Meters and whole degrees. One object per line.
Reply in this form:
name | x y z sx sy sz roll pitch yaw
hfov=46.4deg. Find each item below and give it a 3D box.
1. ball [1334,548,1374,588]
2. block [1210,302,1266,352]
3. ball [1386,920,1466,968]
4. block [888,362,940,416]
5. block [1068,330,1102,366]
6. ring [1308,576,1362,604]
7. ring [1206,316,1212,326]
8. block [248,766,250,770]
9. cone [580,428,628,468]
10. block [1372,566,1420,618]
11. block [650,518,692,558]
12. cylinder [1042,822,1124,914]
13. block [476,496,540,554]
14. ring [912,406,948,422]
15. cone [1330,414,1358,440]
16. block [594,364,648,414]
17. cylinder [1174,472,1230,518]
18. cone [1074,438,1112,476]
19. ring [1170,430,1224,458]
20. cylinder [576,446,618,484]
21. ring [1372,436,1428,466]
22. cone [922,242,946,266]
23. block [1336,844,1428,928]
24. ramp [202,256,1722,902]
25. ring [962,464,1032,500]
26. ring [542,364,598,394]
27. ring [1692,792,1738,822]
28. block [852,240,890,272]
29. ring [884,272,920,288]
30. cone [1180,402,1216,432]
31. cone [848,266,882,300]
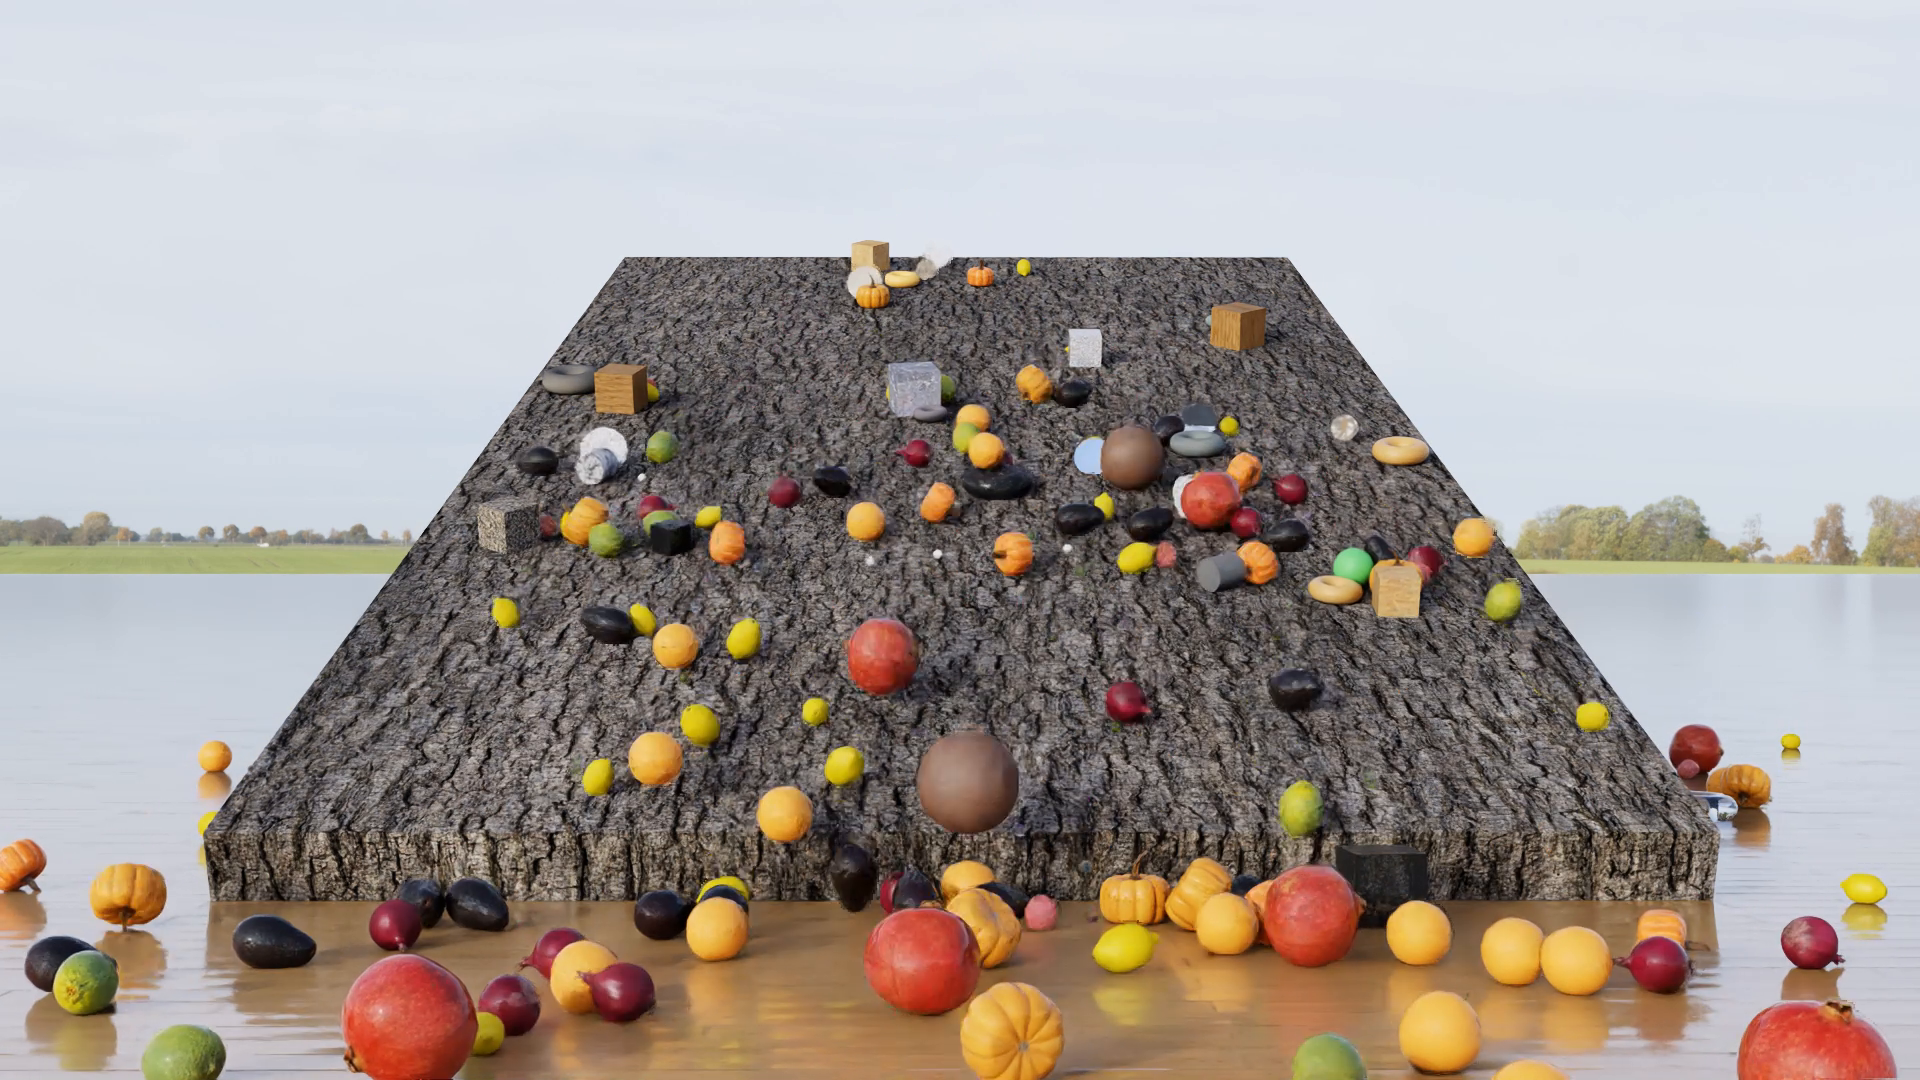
ball | 0.681 0.048 3.870 0.070 0.070 0.070 0 -1 0
block | 0.699 -0.537 5.626 0.096 0.096 0.096 -16 24 -40
ball | 0.525 0.473 2.521 0.089 0.089 0.089 0 -1 0
block | -0.102 -0.338 5.008 0.098 0.098 0.098 -4 18 -12
block | 0.304 -0.467 5.441 0.076 0.076 0.076 0 18 0
ring | 0.640 0.086 3.818 0.094 0.031 0.094 3 16 -1
ring | 0.680 -0.571 5.841 0.080 0.027 0.080 1 18 0
block | -1.325 0.465 4.305 0.064 0.064 0.064 0 -1 11
cone | -0.727 -0.175 4.595 0.096 0.096 0.096 0 -9 -4
block | 0.732 0.087 3.756 0.068 0.068 0.068 1 18 2
block | -0.523 -0.004 4.057 0.051 0.051 0.051 15 23 37
cylinder | 0.159 0.423 2.893 0.099 0.099 0.099 5 4 0
block | -0.824 -0.028 4.085 0.079 0.079 0.079 15 23 38
ring | -0.065 -0.279 4.943 0.078 0.026 0.078 -1 19 0
cone | 0.827 -0.235 4.813 0.057 0.057 0.057 0 -9 10
block | -0.760 -0.339 5.023 0.090 0.090 0.090 4 18 12
cylinder | 0.461 -0.087 4.270 0.080 0.080 0.080 -8 3 -24
cone | 0.278 -0.163 4.575 0.077 0.077 0.077 0 -9 13
ring | 0.497 -0.201 4.689 0.115 0.038 0.115 0 17 0
cylinder | -0.728 -0.149 4.483 0.062 0.062 0.062 0 17 20
ring | 0.912 -0.184 4.636 0.117 0.039 0.117 -1 18 0
cone | -0.068 -0.829 6.617 0.078 0.078 0.078 0 -28 15
block | 0.527 0.433 2.803 0.090 0.090 0.090 0 -1 -6
ramp | -0.004 -0.187 4.864 2.000 0.100 4.000 0 18 0
ring | 0.073 -0.114 4.407 0.139 0.046 0.139 1 17 0
ring | -0.900 -0.373 5.195 0.139 0.046 0.139 -1 19 0
ring | 1.297 0.469 3.941 0.139 0.046 0.139 1 -1 0
block | -0.262 -0.830 6.548 0.079 0.079 0.079 12 22 33
ring | -0.164 -0.738 6.342 0.101 0.034 0.101 1 19 0
cone | 0.511 -0.250 4.840 0.080 0.080 0.080 0 -9 3
cone | -0.257 -0.702 6.212 0.097 0.097 0.097 0 -9 7
